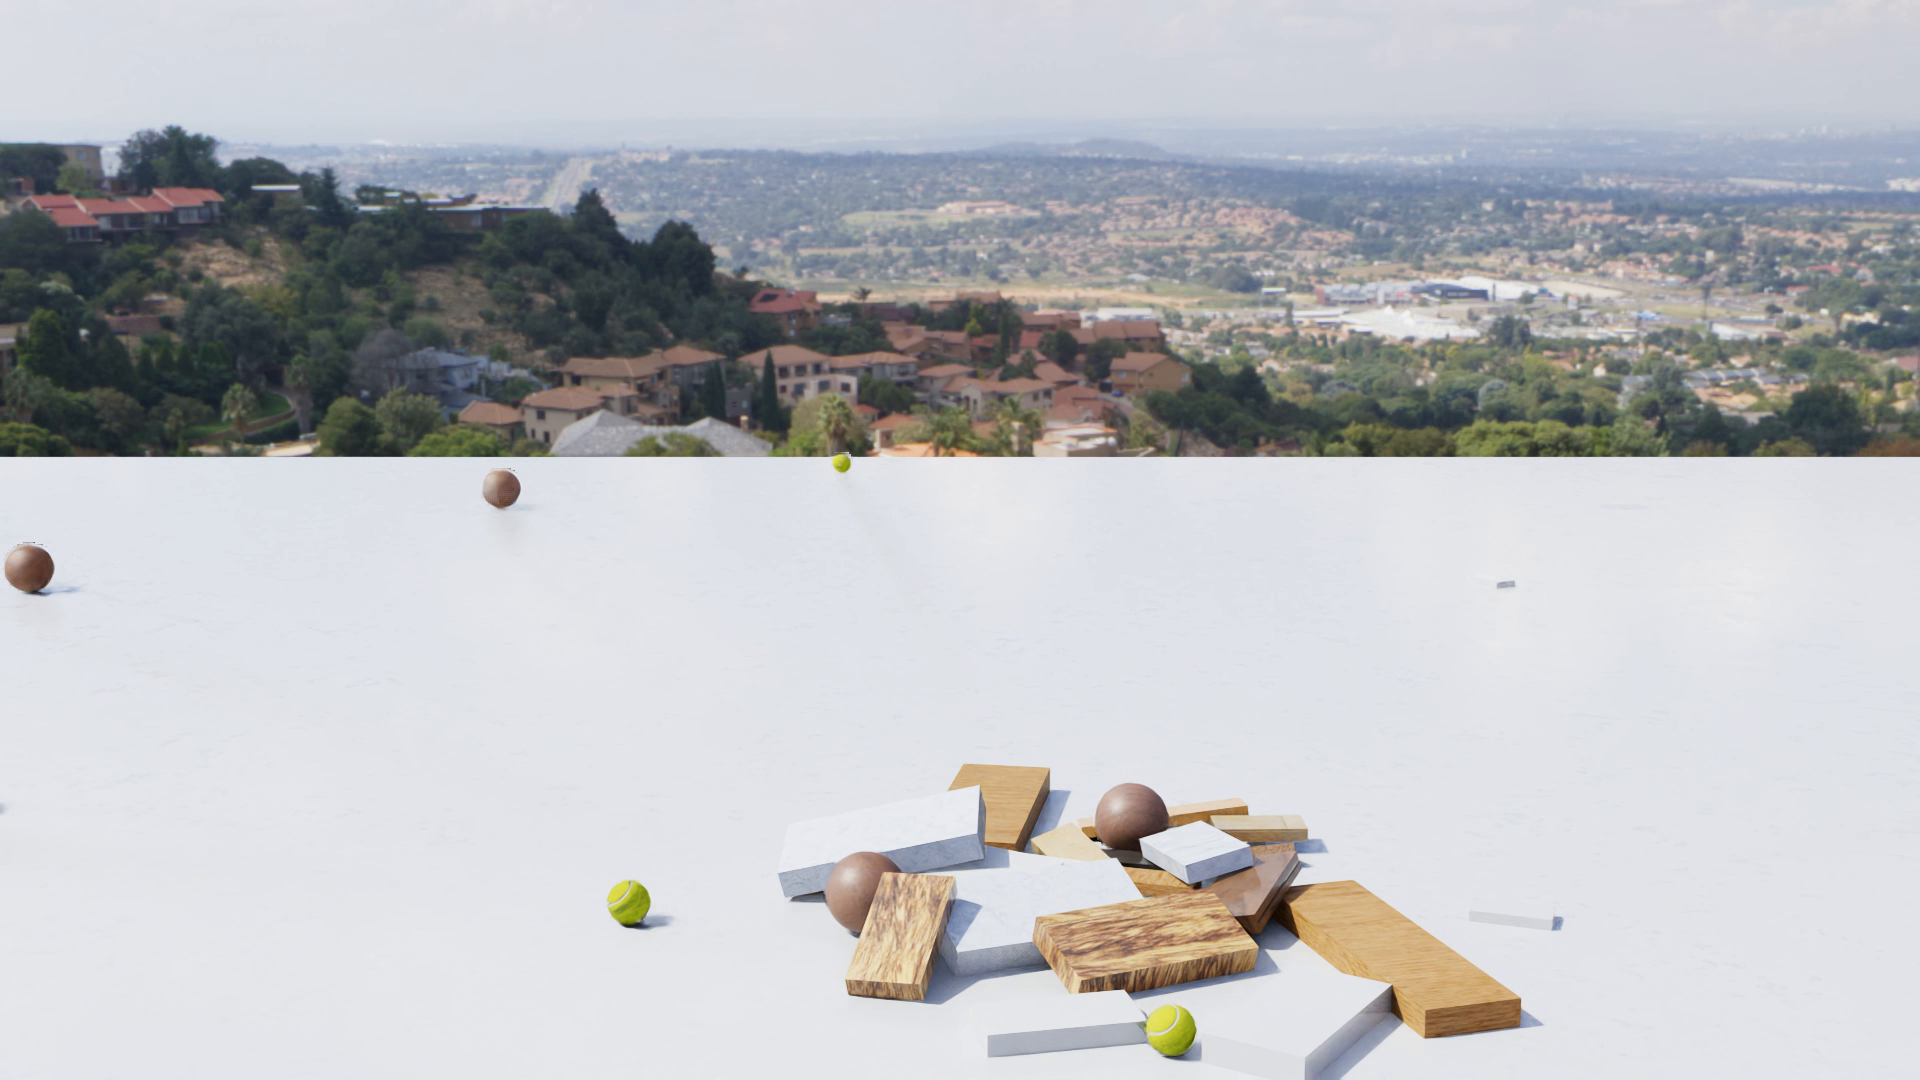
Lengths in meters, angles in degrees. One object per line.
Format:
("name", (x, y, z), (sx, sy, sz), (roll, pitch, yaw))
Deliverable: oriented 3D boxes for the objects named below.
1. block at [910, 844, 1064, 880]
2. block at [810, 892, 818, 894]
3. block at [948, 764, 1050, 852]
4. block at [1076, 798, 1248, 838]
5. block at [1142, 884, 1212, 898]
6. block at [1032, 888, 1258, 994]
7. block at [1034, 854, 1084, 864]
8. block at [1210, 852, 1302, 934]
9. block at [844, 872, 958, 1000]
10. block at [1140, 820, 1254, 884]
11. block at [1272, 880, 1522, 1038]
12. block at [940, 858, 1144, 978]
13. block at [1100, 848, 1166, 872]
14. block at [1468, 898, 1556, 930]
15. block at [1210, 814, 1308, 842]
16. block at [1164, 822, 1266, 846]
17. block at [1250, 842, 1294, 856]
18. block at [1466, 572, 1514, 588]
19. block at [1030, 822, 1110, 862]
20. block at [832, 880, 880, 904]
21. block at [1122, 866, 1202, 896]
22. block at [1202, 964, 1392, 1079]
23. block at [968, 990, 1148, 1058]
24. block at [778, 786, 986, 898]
("block", (0.043, 0.549, 3.605), (0.230, 0.033, 0.115), (8, 28, 28))
("block", (-0.250, 0.571, 3.728), (0.059, 0.017, 0.119), (3, 11, 18))
("block", (0.051, 0.500, 4.022), (0.169, 0.048, 0.465), (2, 11, 10))
("block", (0.365, 0.502, 3.976), (0.303, 0.020, 0.072), (-7, 5, -4))
("block", (0.345, 0.585, 3.643), (0.139, 0.020, 0.069), (3, 11, 18))
("block", (0.280, 0.609, 3.319), (0.303, 0.043, 0.152), (-5, 30, -24))
("block", (0.122, 0.566, 3.628), (0.230, 0.033, 0.115), (4, 27, 22))
("block", (0.458, 0.569, 3.529), (0.115, 0.033, 0.230), (-11, 13, 28))
("block", (-0.086, 0.593, 3.307), (0.115, 0.033, 0.230), (1, 34, 14))
("block", (0.394, 0.521, 3.680), (0.115, 0.033, 0.230), (-15, 6, -13))
("block", (0.648, 0.628, 3.345), (0.152, 0.043, 0.524), (-3, 11, -16))
("block", (0.122, 0.585, 3.424), (0.338, 0.048, 0.169), (-4, 30, -21))
("block", (0.293, 0.554, 3.776), (0.139, 0.020, 0.069), (5, 10, -5))
("block", (0.891, 0.603, 3.548), (0.130, 0.018, 0.065), (4, 11, 19))
("block", (0.530, 0.512, 3.902), (0.162, 0.023, 0.081), (0, 11, -1))
("block", (0.455, 0.530, 3.932), (0.162, 0.023, 0.081), (8, 13, 37))
("block", (0.498, 0.542, 3.805), (0.144, 0.020, 0.072), (-3, -10, -16))
("block", (1.492, 0.113, 6.186), (0.065, 0.018, 0.130), (-5, 12, -26))
("block", (0.194, 0.539, 3.733), (0.081, 0.023, 0.162), (-20, 28, -19))
("block", (-0.157, 0.564, 3.665), (0.059, 0.017, 0.119), (13, 26, 25))
("block", (0.324, 0.567, 3.633), (0.139, 0.020, 0.069), (3, 11, 18))
("block", (0.476, 0.677, 3.085), (0.152, 0.043, 0.303), (7, 12, 32))
("block", (0.137, 0.680, 3.096), (0.230, 0.033, 0.115), (-2, 11, -13))
("block", (-0.128, 0.503, 3.678), (0.338, 0.048, 0.169), (-12, 20, 7))
